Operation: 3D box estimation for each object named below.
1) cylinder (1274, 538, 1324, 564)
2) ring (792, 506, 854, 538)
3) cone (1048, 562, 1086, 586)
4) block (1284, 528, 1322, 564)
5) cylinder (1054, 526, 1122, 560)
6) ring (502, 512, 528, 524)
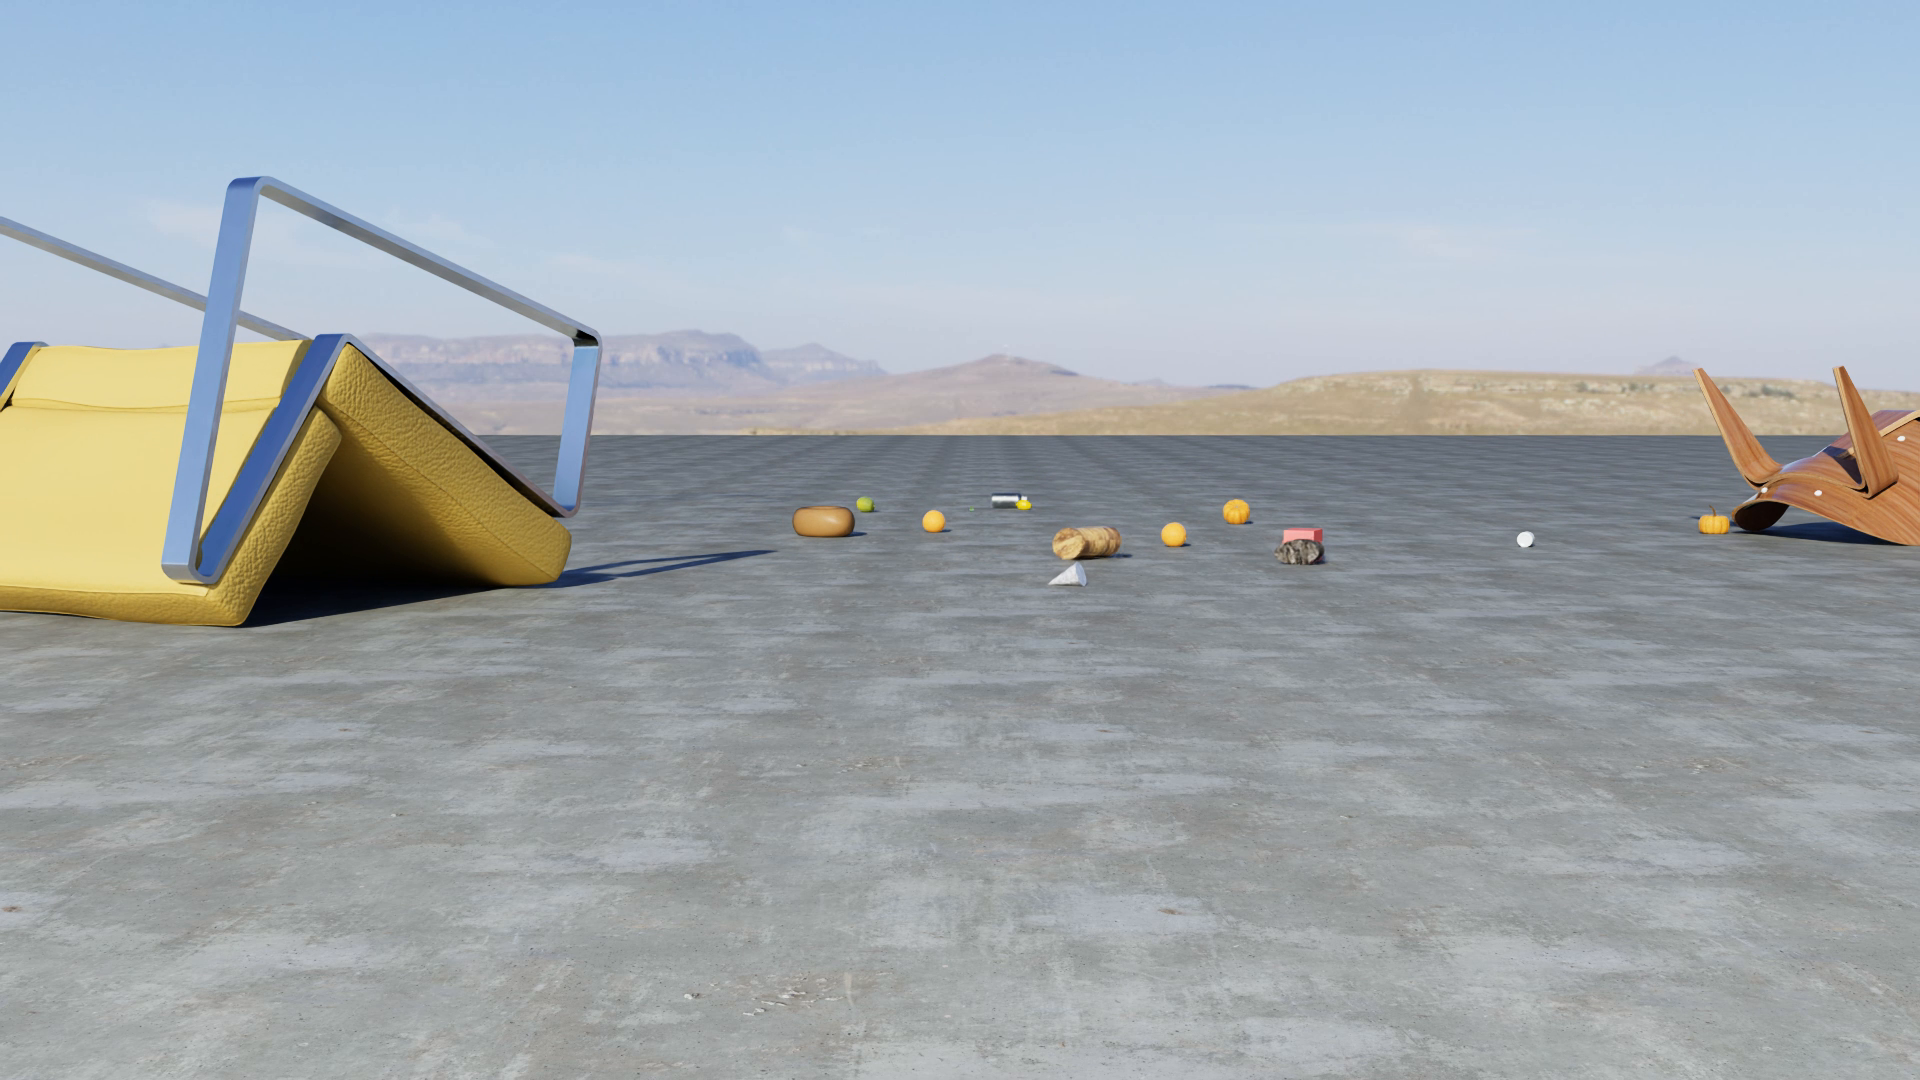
[{"bbox_3d":[0.873,0.030,5.652,0.116,0.062,0.061,-2,3,23],"label":"cylinder"},{"bbox_3d":[-0.418,-0.056,6.735,0.161,0.088,0.249,-5,5,-36],"label":"ring"},{"bbox_3d":[0.237,0.090,5.035,0.086,0.057,0.066,-18,-9,19],"label":"cone"},{"bbox_3d":[0.894,0.014,5.730,0.078,0.083,0.099,2,4,22],"label":"block"},{"bbox_3d":[0.337,0.008,5.831,0.137,0.081,0.120,-3,-6,-38],"label":"cylinder"},{"bbox_3d":[-1.484,-0.071,7.325,0.101,0.036,0.053,1,6,29],"label":"ring"}]
